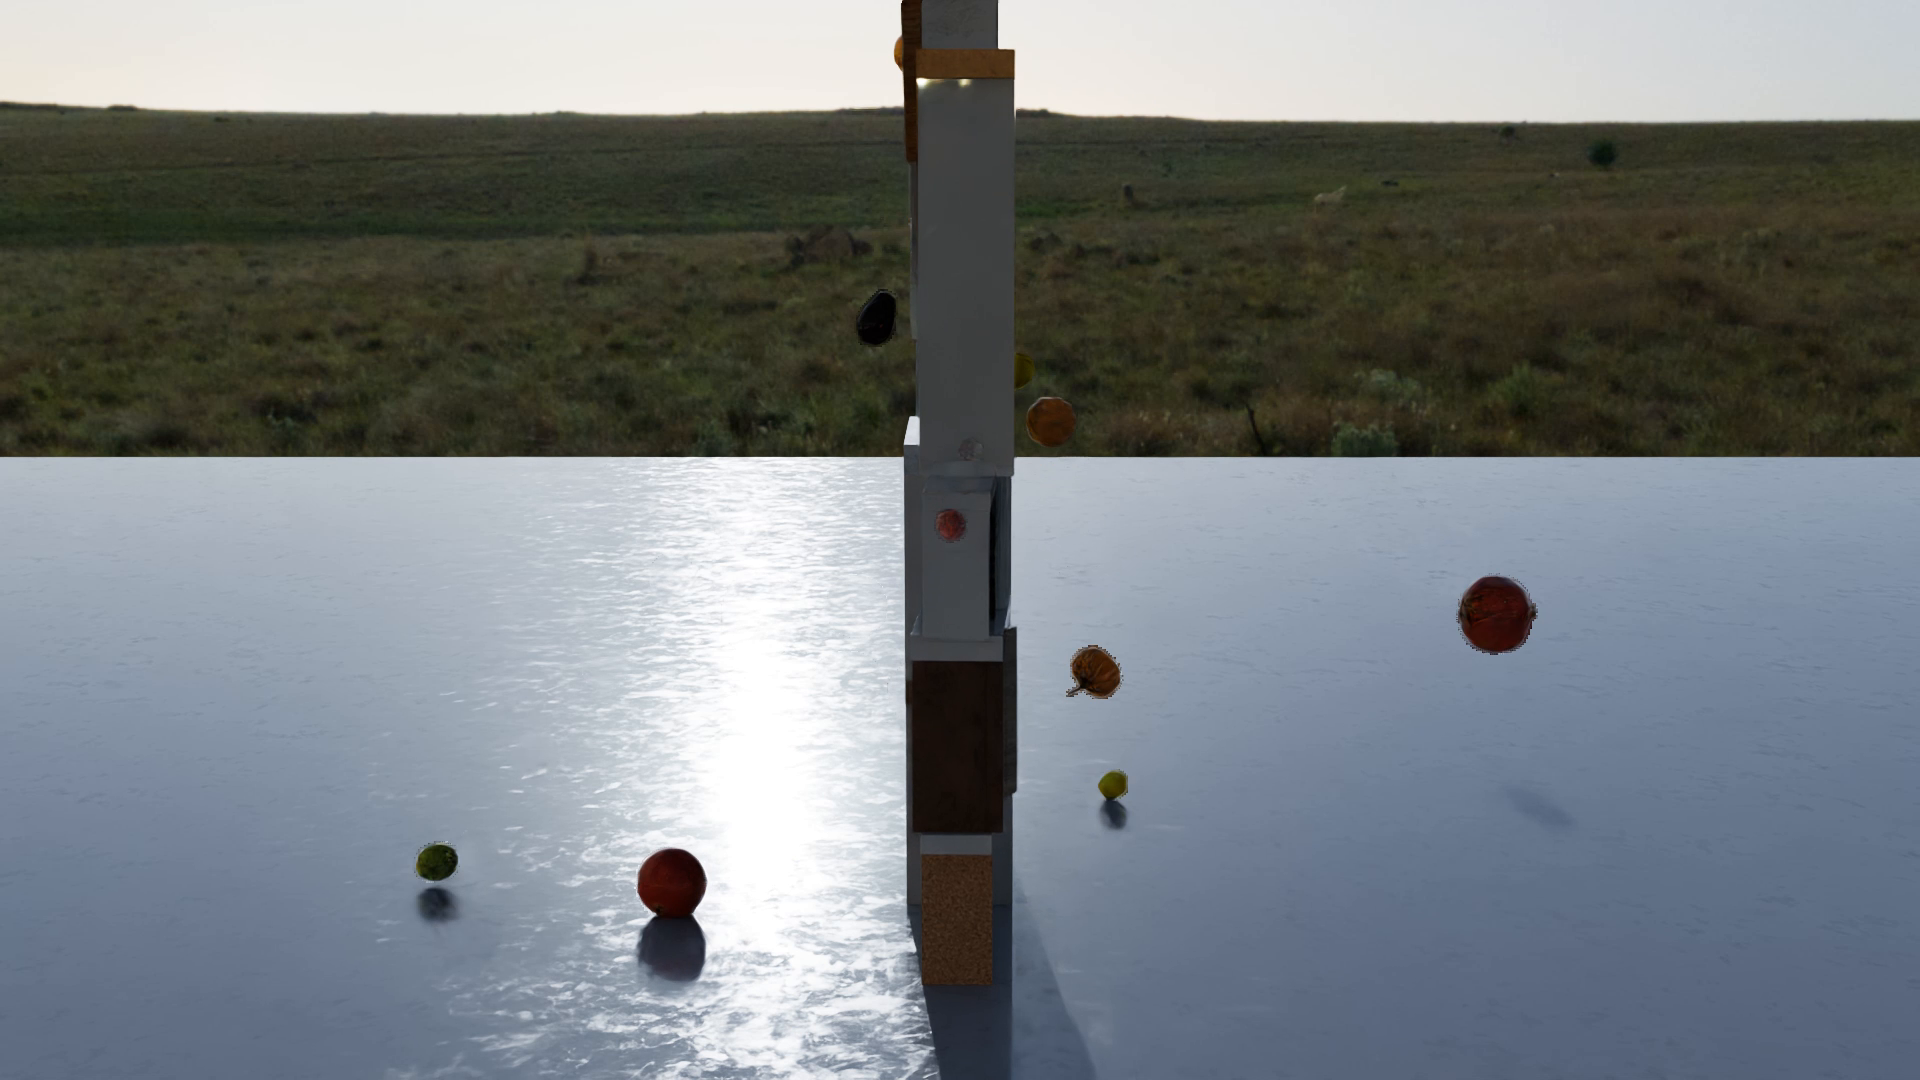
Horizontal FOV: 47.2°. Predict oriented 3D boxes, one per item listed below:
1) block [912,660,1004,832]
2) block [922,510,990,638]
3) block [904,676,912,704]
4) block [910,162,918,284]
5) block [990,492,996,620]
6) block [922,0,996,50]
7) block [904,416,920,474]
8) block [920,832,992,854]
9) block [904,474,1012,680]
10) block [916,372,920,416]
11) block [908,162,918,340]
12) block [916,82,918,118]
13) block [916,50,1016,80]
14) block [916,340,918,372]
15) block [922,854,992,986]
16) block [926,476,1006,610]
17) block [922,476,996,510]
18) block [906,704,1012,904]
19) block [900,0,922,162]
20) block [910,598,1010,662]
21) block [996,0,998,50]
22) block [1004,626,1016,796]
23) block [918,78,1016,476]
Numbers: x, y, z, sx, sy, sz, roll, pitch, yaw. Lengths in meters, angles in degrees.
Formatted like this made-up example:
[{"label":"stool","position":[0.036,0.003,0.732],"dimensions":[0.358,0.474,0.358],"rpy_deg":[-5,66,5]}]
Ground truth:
[{"label":"block","position":[-0.003,0.296,3.222],"dimensions":[0.132,0.265,0.037],"rpy_deg":[0,11,2]},{"label":"block","position":[-0.006,0.045,3.126],"dimensions":[0.095,0.189,0.027],"rpy_deg":[1,11,3]},{"label":"block","position":[-0.001,0.207,3.688],"dimensions":[0.174,0.049,0.348],"rpy_deg":[0,11,0]},{"label":"block","position":[-0.006,-0.565,3.571],"dimensions":[0.147,0.294,0.042],"rpy_deg":[-1,11,-1]},{"label":"block","position":[0.005,0.022,3.250],"dimensions":[0.095,0.189,0.027],"rpy_deg":[1,11,3]},{"label":"block","position":[-0.002,-0.818,3.186],"dimensions":[0.108,0.216,0.031],"rpy_deg":[0,15,-1]},{"label":"block","position":[-0.002,-0.154,3.537],"dimensions":[0.167,0.047,0.334],"rpy_deg":[0,11,0]},{"label":"block","position":[-0.003,0.427,3.321],"dimensions":[0.104,0.030,0.209],"rpy_deg":[0,11,1]},{"label":"block","position":[-0.003,0.054,3.464],"dimensions":[0.167,0.334,0.047],"rpy_deg":[0,11,1]},{"label":"block","position":[0.000,-0.147,3.750],"dimensions":[0.147,0.293,0.042],"rpy_deg":[0,12,1]},{"label":"block","position":[-0.011,-0.543,3.742],"dimensions":[0.147,0.403,0.042],"rpy_deg":[4,13,22]},{"label":"block","position":[0.005,-0.552,3.322],"dimensions":[0.138,0.275,0.039],"rpy_deg":[0,11,-1]},{"label":"block","position":[0.006,-0.690,3.201],"dimensions":[0.138,0.039,0.275],"rpy_deg":[0,11,-1]},{"label":"block","position":[0.000,-0.329,3.810],"dimensions":[0.147,0.042,0.293],"rpy_deg":[0,10,0]},{"label":"block","position":[-0.004,0.558,3.271],"dimensions":[0.104,0.209,0.030],"rpy_deg":[0,11,1]},{"label":"block","position":[0.009,-0.132,3.296],"dimensions":[0.118,0.474,0.033],"rpy_deg":[1,11,3]},{"label":"block","position":[0.001,-0.073,3.168],"dimensions":[0.095,0.027,0.189],"rpy_deg":[0,11,3]},{"label":"block","position":[-0.001,0.424,3.610],"dimensions":[0.174,0.348,0.049],"rpy_deg":[0,11,0]},{"label":"block","position":[-0.027,-0.792,3.430],"dimensions":[0.128,0.394,0.036],"rpy_deg":[-3,12,-5]},{"label":"block","position":[0.003,0.131,3.282],"dimensions":[0.132,0.037,0.265],"rpy_deg":[1,11,4]},{"label":"block","position":[0.004,-0.768,3.349],"dimensions":[0.108,0.375,0.031],"rpy_deg":[-1,12,-2]},{"label":"block","position":[0.024,0.258,3.424],"dimensions":[0.132,0.265,0.037],"rpy_deg":[8,13,36]},{"label":"block","position":[0.010,-0.375,3.170],"dimensions":[0.138,0.567,0.039],"rpy_deg":[0,11,3]}]
